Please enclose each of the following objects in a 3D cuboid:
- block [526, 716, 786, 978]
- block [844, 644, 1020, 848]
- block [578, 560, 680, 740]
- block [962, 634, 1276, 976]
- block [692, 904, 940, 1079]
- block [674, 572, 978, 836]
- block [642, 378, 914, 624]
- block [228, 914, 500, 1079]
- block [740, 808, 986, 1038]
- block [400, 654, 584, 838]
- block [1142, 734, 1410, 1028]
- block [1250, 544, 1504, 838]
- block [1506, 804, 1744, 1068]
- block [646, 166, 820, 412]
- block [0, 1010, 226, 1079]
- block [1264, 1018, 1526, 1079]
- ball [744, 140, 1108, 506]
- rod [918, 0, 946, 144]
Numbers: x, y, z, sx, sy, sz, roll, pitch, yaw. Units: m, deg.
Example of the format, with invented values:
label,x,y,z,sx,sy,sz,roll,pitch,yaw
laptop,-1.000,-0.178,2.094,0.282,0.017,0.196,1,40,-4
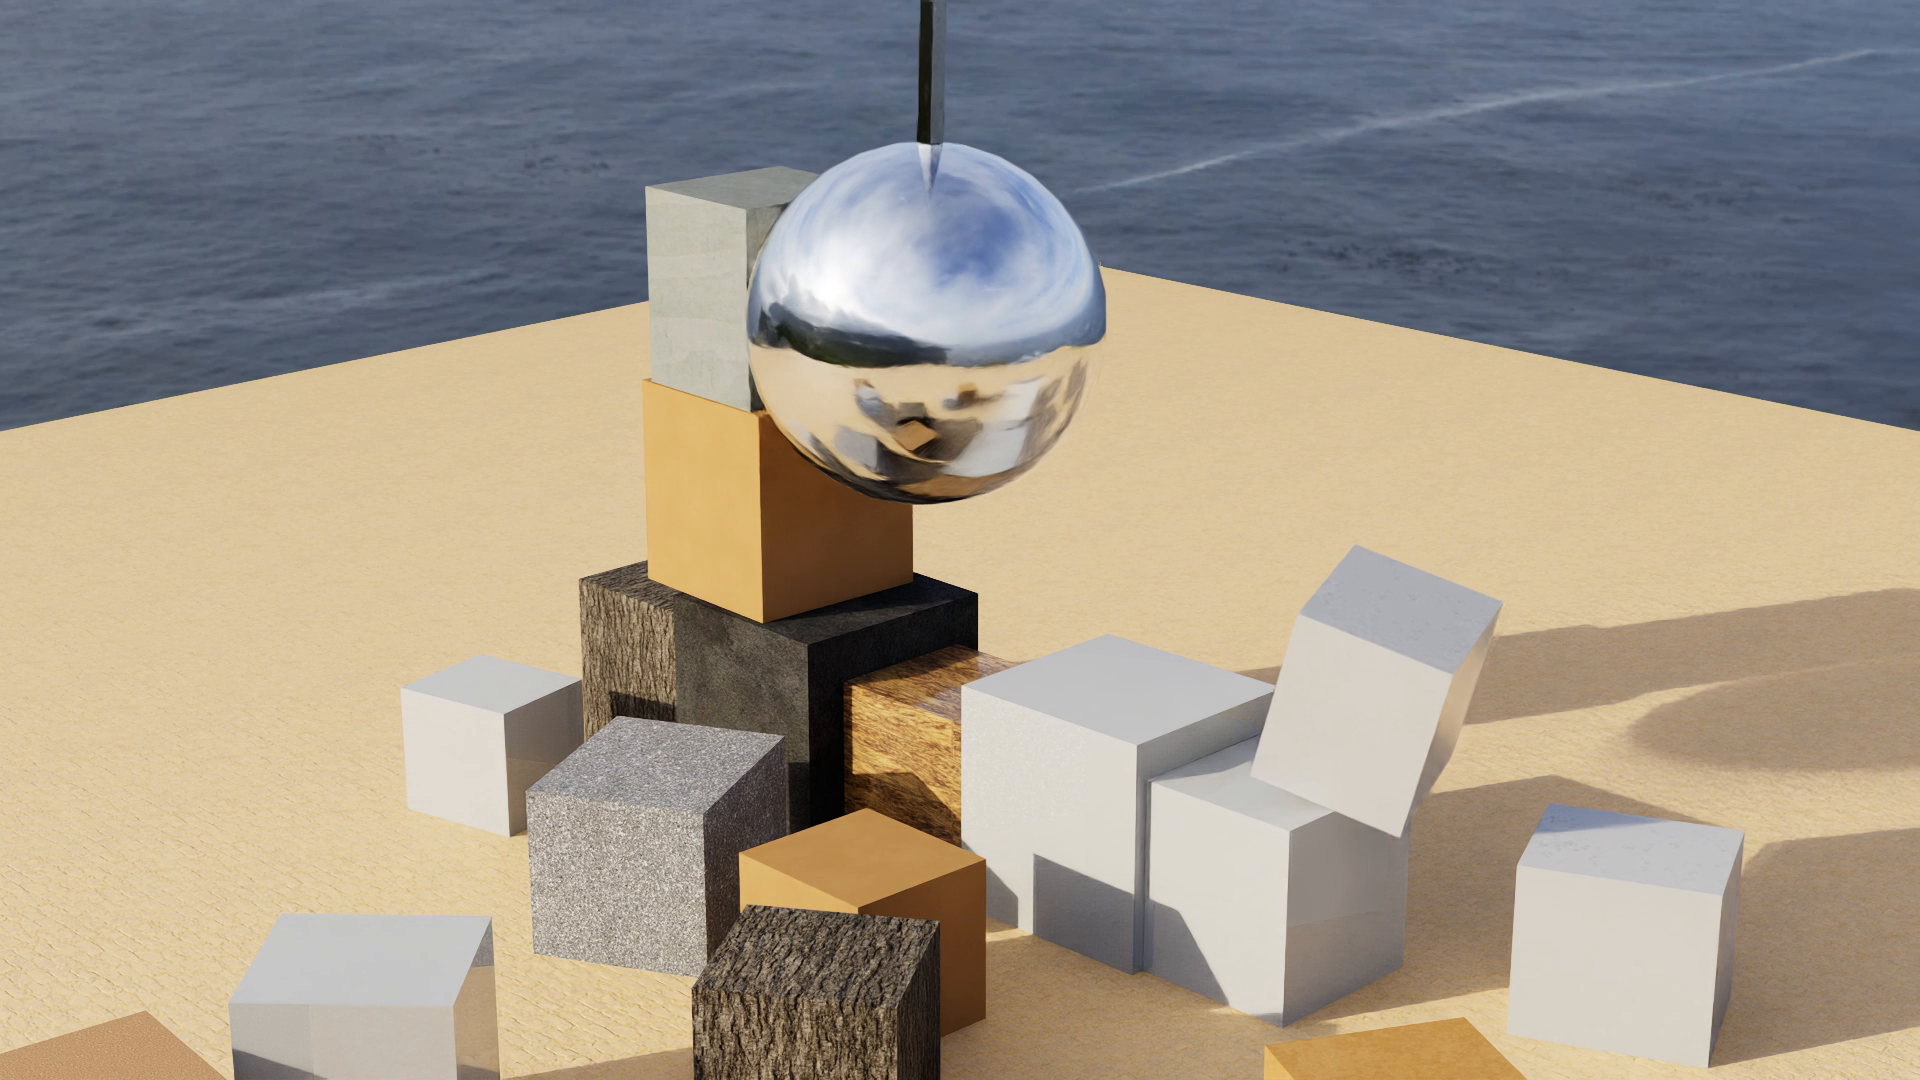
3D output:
label,x,y,z,sx,sy,sz,roll,pitch,yaw
block,-1.310,1.329,12.852,0.812,0.757,0.941,6,18,17
block,0.026,1.054,13.637,0.745,0.811,0.856,-17,24,-42
block,-1.297,0.619,14.893,0.886,0.889,0.877,-17,24,-42
block,0.707,1.140,12.968,1.019,1.048,0.962,16,24,42
block,-0.526,1.901,11.046,0.766,0.749,0.750,4,18,11
block,-0.643,0.753,14.223,1.080,1.034,0.988,-16,23,-41
block,-0.874,-0.281,14.125,0.927,0.997,0.904,-15,23,-39
block,-2.169,1.927,10.803,0.797,0.846,0.752,1,17,2
block,-0.396,1.621,11.999,0.691,0.713,0.732,-16,23,-41
block,-2.248,0.985,14.171,0.650,0.623,0.568,11,21,31
block,1.338,1.413,12.391,0.760,0.873,0.819,17,24,42
block,1.716,0.611,12.066,0.662,0.785,0.753,22,30,17
block,2.726,1.604,11.993,0.803,0.748,0.690,7,19,20
block,-0.915,-1.199,13.816,0.804,0.939,0.763,-15,23,-39
block,-2.986,2.205,10.075,0.801,0.751,0.768,-13,22,-36
block,1.516,2.201,9.990,0.753,0.810,0.736,-5,18,-16
ball,-0.148,-0.950,12.888,1.600,1.600,1.600,0,17,0
rod,-0.064,-4.217,11.949,0.080,5.200,0.080,17,22,42
